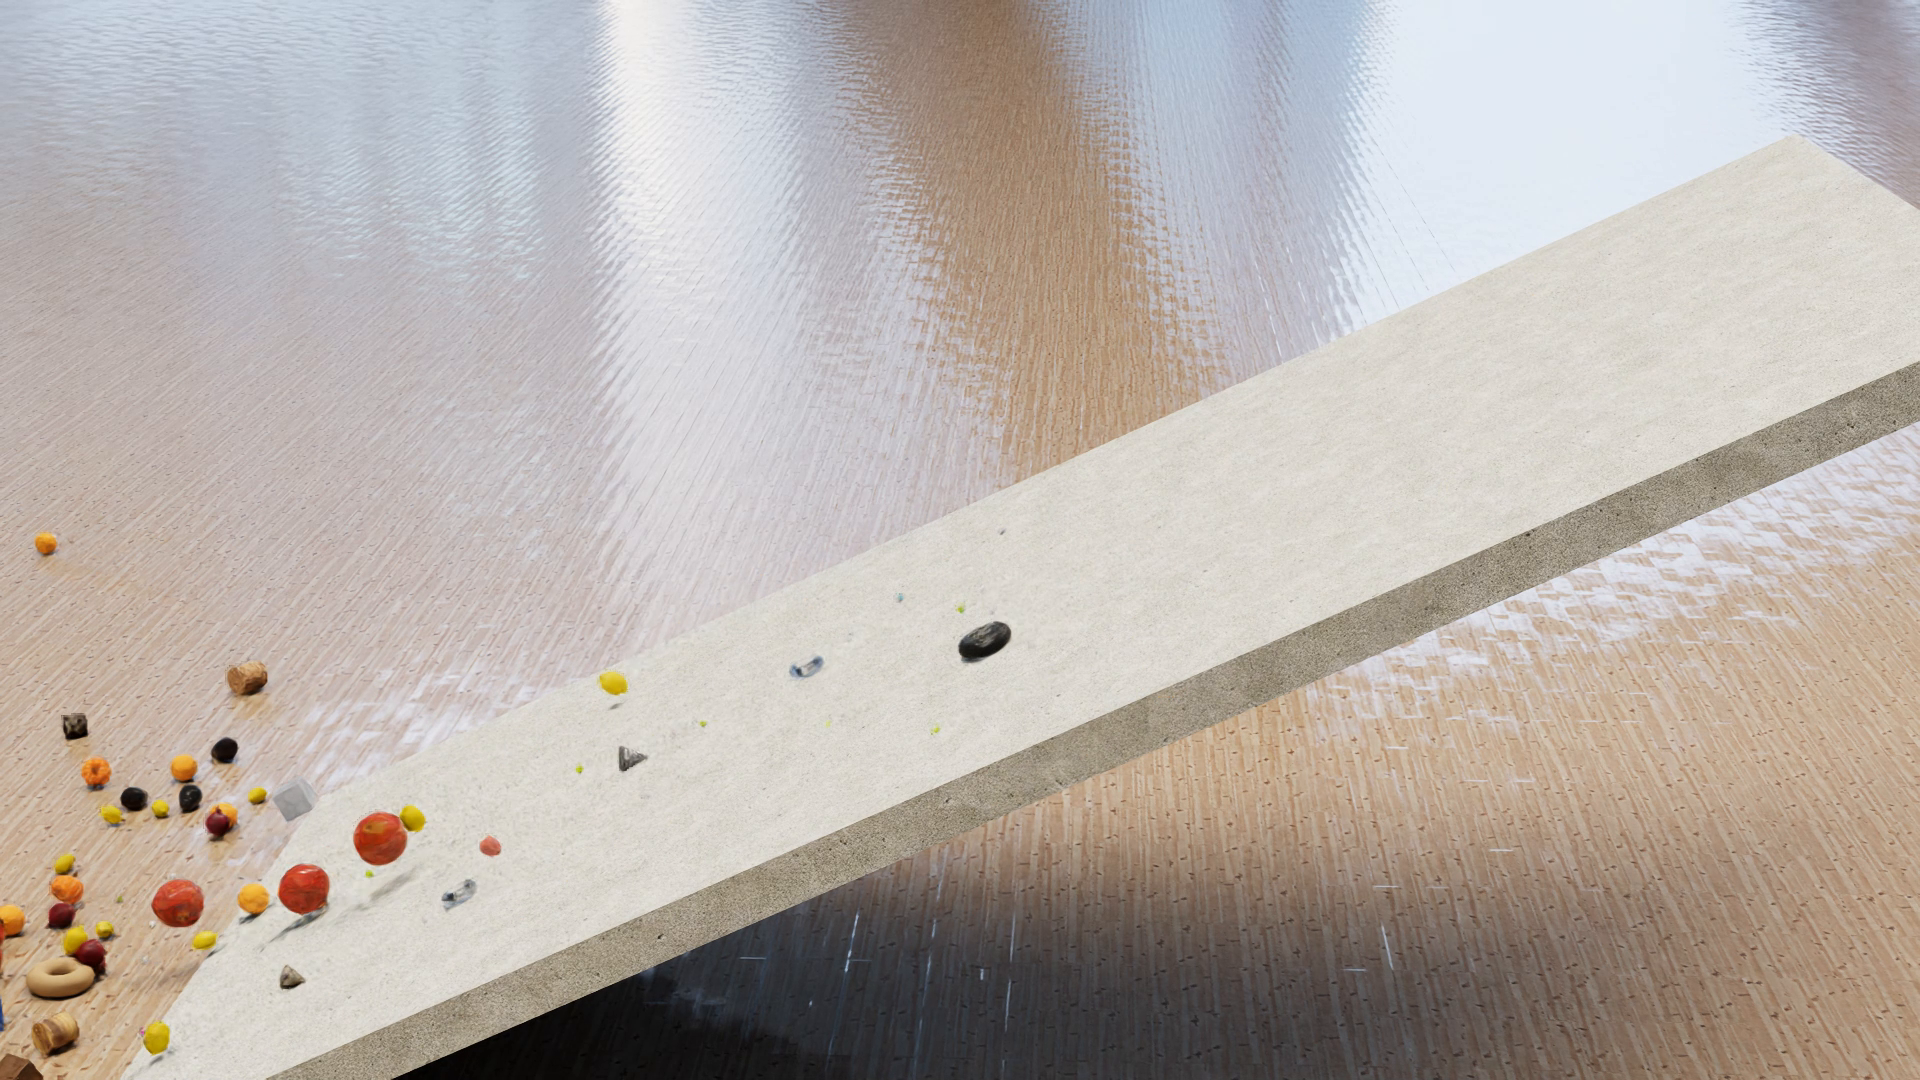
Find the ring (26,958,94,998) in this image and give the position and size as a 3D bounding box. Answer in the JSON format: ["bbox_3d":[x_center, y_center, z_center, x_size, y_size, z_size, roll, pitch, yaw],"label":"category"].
[{"bbox_3d":[-2.030,0.988,6.637,0.149,0.050,0.149,1,16,0],"label":"ring"}]

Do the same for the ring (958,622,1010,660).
[{"bbox_3d":[0.050,0.205,6.002,0.116,0.039,0.116,-24,14,6],"label":"ring"}]

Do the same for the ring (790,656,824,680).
[{"bbox_3d":[-0.337,0.280,6.471,0.083,0.028,0.083,-24,14,6],"label":"ring"}]

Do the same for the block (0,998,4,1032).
[{"bbox_3d":[-2.146,1.029,6.429,0.084,0.084,0.084,-9,18,-29],"label":"block"}]

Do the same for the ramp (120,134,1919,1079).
[{"bbox_3d":[0.136,0.169,6.282,4.000,0.100,2.000,-24,13,9],"label":"ramp"}]

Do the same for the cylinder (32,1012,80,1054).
[{"bbox_3d":[-1.950,1.061,6.337,0.070,0.070,0.070,11,19,33],"label":"cylinder"}]

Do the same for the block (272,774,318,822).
[{"bbox_3d":[-1.693,0.659,7.491,0.077,0.077,0.077,-29,13,4],"label":"block"}]

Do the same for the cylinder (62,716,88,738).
[{"bbox_3d":[-2.481,0.523,8.250,0.057,0.057,0.057,-8,18,-25],"label":"cylinder"}]

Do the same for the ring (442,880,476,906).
[{"bbox_3d":[-1.034,0.729,6.074,0.080,0.027,0.080,-26,12,6],"label":"ring"}]

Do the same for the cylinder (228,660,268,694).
[{"bbox_3d":[-2.089,0.403,8.626,0.082,0.082,0.082,11,20,34],"label":"cylinder"}]

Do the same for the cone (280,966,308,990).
[{"bbox_3d":[-1.361,0.902,6.039,0.051,0.051,0.051,6,17,14],"label":"cone"}]

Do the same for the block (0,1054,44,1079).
[{"bbox_3d":[-1.956,1.118,6.095,0.069,0.069,0.069,9,48,31],"label":"block"}]

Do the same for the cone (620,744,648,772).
[{"bbox_3d":[-0.709,0.476,6.426,0.061,0.061,0.061,-2,16,-16],"label":"cone"}]
